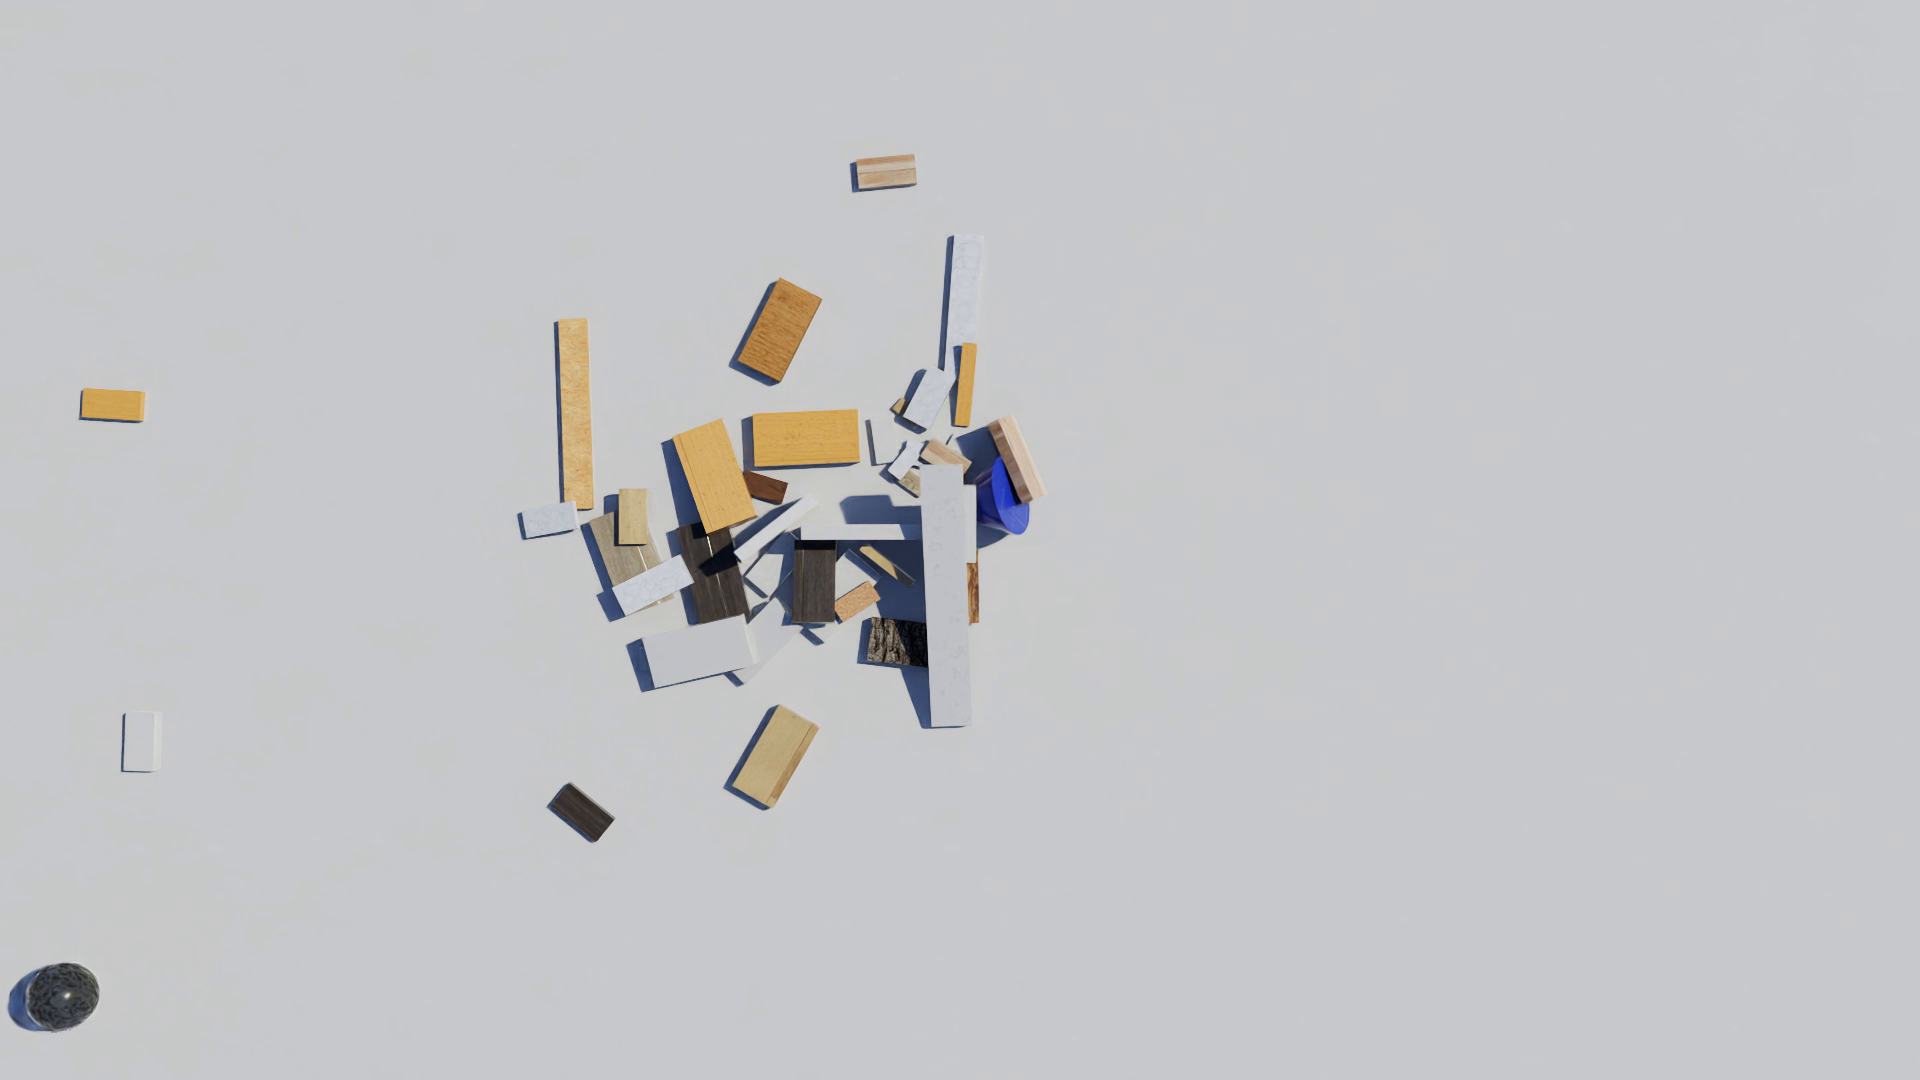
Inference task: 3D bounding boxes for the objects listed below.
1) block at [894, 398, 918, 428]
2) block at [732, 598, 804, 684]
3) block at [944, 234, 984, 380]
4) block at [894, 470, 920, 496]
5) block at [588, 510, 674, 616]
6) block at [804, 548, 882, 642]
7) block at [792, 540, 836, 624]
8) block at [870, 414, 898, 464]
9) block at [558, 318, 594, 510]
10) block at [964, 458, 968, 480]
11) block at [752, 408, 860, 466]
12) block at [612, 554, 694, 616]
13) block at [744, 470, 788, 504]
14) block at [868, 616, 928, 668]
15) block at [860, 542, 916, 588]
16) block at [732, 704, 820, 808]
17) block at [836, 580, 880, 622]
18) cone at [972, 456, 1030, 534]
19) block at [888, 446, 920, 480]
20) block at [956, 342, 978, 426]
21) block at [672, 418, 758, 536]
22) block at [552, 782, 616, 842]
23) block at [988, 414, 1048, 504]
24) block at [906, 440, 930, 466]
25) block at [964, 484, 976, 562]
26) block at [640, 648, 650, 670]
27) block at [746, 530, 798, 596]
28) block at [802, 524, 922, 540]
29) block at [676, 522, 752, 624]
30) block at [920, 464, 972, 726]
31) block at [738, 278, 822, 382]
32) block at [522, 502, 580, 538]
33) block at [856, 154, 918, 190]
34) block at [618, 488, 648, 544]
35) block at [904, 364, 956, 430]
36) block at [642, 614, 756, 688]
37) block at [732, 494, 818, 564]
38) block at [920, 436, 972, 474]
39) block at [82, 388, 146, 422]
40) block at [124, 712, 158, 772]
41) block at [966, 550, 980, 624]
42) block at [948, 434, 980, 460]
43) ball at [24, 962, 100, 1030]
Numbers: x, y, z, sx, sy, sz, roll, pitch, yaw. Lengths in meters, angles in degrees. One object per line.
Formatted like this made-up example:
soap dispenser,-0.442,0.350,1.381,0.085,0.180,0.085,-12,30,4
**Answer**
block,-0.172,-0.424,5.493,0.099,0.014,0.050,42,90,0
block,-0.661,0.334,5.460,0.273,0.039,0.136,-44,90,9
block,0.012,-0.774,5.486,0.097,0.027,0.482,4,90,0
block,-0.163,-0.195,5.492,0.107,0.015,0.054,36,90,0
block,-1.089,0.065,5.476,0.170,0.048,0.339,-20,90,0
block,-0.408,0.185,5.480,0.144,0.041,0.287,40,90,0
block,-0.478,0.137,5.426,0.136,0.039,0.273,1,79,-1
block,-0.250,-0.334,5.489,0.077,0.022,0.154,-8,90,0
block,-1.277,-0.419,5.487,0.091,0.026,0.632,-2,90,0
block,-0.008,-0.220,5.492,0.054,0.015,0.107,7,90,0
block,-0.508,-0.339,5.475,0.347,0.049,0.174,-3,90,0
block,-1.011,0.149,5.437,0.247,0.029,0.103,-26,90,0
block,-0.651,-0.176,5.490,0.146,0.021,0.073,17,90,0
block,-0.157,0.344,5.480,0.287,0.041,0.144,7,90,0
block,-0.239,0.084,5.448,0.206,0.103,0.029,38,90,0
block,-0.609,0.718,5.478,0.154,0.044,0.309,30,90,0
block,-0.343,0.203,5.449,0.146,0.021,0.073,-33,90,0
cone,0.051,-0.121,5.441,0.266,0.266,0.266,-12,90,27
block,-0.185,-0.256,5.471,0.054,0.015,0.107,39,90,0
block,0.021,-0.516,5.468,0.050,0.014,0.275,6,100,0
block,-0.808,-0.208,5.448,0.174,0.049,0.347,-21,81,-1
block,-1.252,0.905,5.486,0.193,0.027,0.096,39,90,0
block,0.191,-0.265,5.426,0.041,0.144,0.287,-24,90,25
block,-0.108,-0.278,5.489,0.154,0.022,0.077,13,90,0
block,-0.011,-0.052,5.323,0.125,0.035,0.250,0,102,0
block,-0.990,0.396,5.487,0.146,0.021,0.073,0,94,0
block,-0.605,0.076,5.485,0.103,0.029,0.206,41,90,0
block,-0.308,-0.026,5.413,0.410,0.174,0.049,0,90,0
block,-0.816,0.105,5.476,0.170,0.048,0.339,-14,90,0
block,-0.043,0.188,5.348,0.136,0.039,0.886,-2,107,0
block,-0.597,-0.697,5.478,0.154,0.044,0.309,27,90,0
block,-1.357,-0.068,5.471,0.182,0.026,0.091,-10,90,10
block,-0.243,-1.224,5.486,0.194,0.027,0.097,-5,90,0
block,-1.077,-0.078,5.439,0.091,0.026,0.182,0,90,0
block,-0.100,-0.473,5.465,0.097,0.027,0.194,28,94,0
block,-0.859,0.365,5.436,0.339,0.048,0.170,-13,95,6
block,-0.607,-0.037,5.399,0.309,0.154,0.044,-39,94,-9
block,-0.046,-0.267,5.467,0.154,0.022,0.077,33,90,0
block,-2.815,-0.451,5.486,0.193,0.027,0.096,4,90,0
block,-2.724,0.670,5.486,0.096,0.027,0.193,2,90,0
block,-0.001,0.155,5.432,0.125,0.035,0.250,-1,115,0
block,0.011,-0.309,5.493,0.099,0.014,0.050,31,90,0
ball,-2.933,1.491,5.392,0.217,0.217,0.217,0,90,0
